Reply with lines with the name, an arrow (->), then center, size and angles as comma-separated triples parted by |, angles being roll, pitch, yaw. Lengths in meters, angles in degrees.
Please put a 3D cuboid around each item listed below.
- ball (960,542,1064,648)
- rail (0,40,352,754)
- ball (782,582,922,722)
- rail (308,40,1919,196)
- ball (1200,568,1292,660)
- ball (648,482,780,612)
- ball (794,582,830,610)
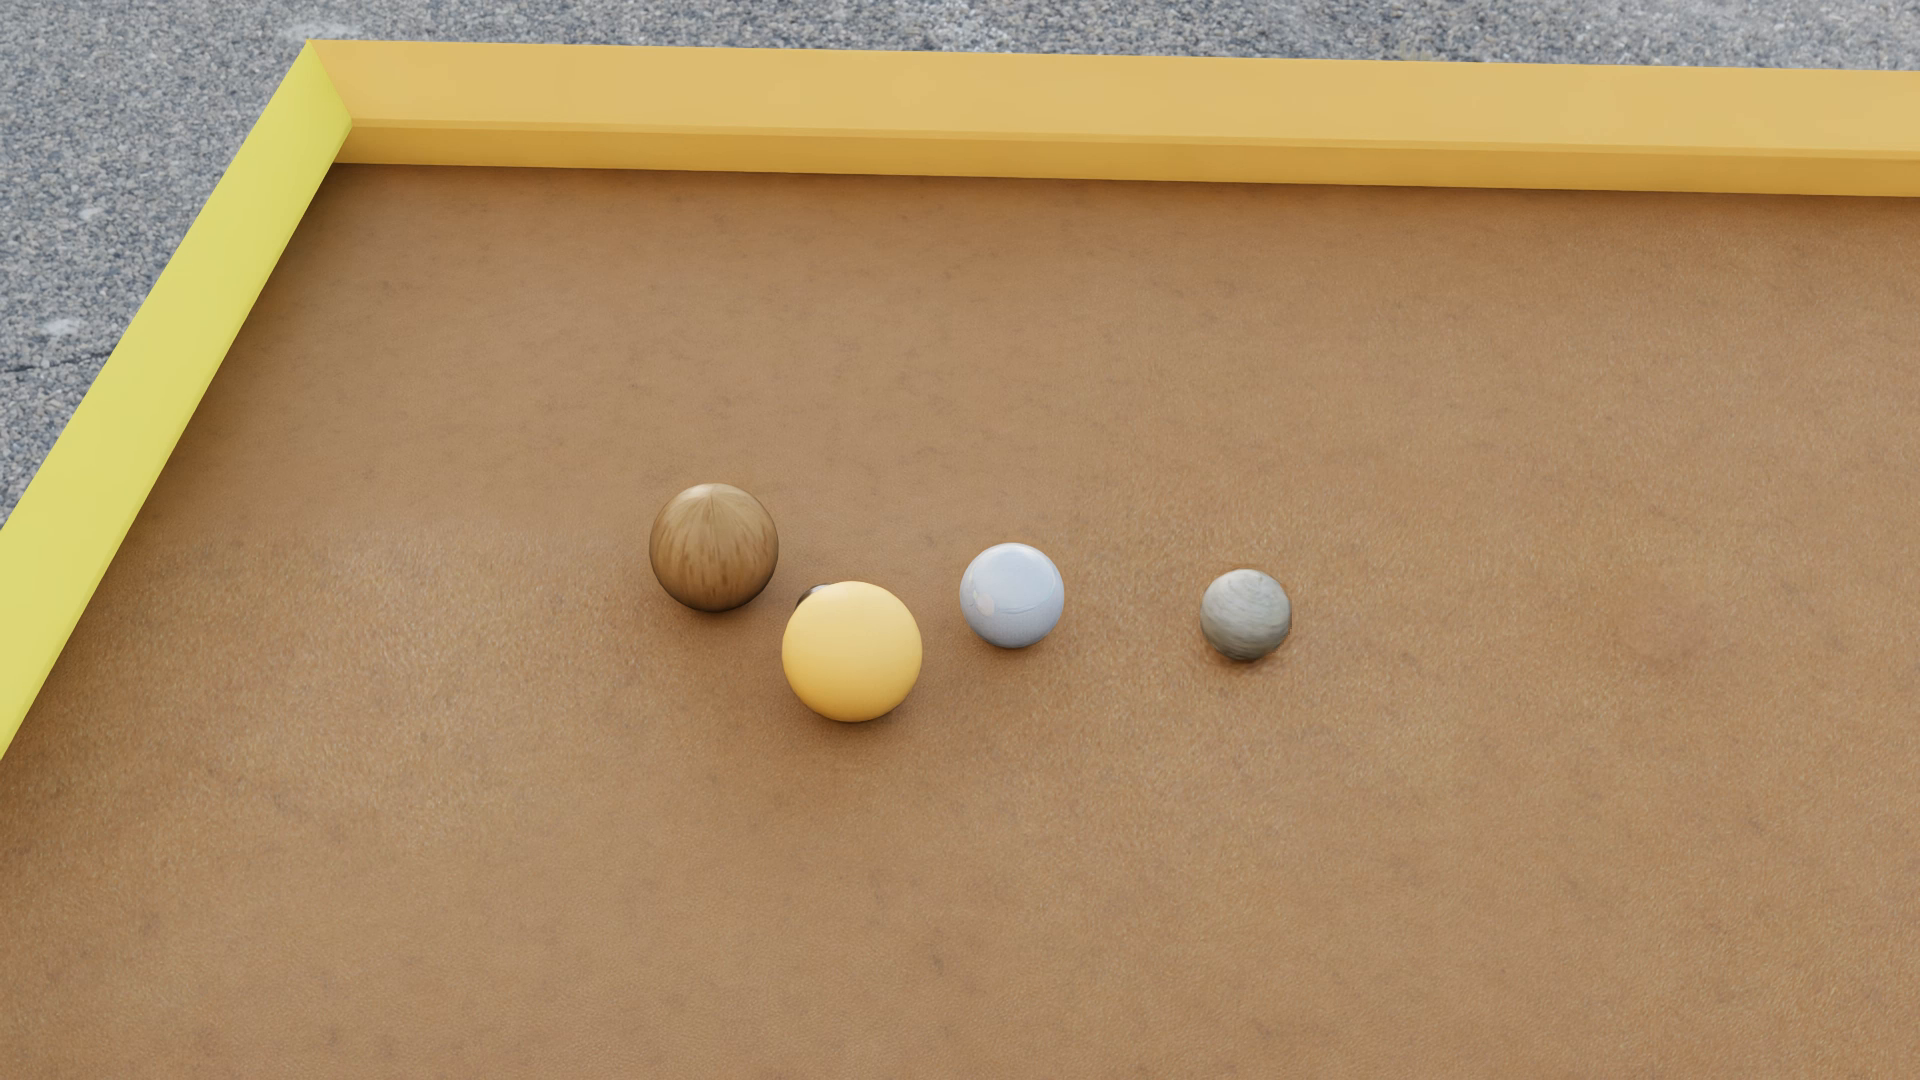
ball -> 0.038, 0.040, 1.854 | 0.076, 0.076, 0.076 | 0, 35, 0
rail -> -0.630, -0.038, 1.920 | 0.045, 0.127, 1.357 | 2, 35, 2
ball -> -0.075, 0.078, 1.781 | 0.098, 0.098, 0.098 | 0, 35, 0
rail -> 0.685, -0.375, 2.407 | 2.619, 0.127, 0.045 | 2, 35, 2
ball -> 0.205, 0.054, 1.844 | 0.066, 0.066, 0.066 | 0, 35, 0
ball -> -0.181, 0.006, 1.887 | 0.095, 0.095, 0.095 | 0, 35, 0
ball -> -0.097, 0.054, 1.860 | 0.046, 0.046, 0.046 | 0, 35, 0
